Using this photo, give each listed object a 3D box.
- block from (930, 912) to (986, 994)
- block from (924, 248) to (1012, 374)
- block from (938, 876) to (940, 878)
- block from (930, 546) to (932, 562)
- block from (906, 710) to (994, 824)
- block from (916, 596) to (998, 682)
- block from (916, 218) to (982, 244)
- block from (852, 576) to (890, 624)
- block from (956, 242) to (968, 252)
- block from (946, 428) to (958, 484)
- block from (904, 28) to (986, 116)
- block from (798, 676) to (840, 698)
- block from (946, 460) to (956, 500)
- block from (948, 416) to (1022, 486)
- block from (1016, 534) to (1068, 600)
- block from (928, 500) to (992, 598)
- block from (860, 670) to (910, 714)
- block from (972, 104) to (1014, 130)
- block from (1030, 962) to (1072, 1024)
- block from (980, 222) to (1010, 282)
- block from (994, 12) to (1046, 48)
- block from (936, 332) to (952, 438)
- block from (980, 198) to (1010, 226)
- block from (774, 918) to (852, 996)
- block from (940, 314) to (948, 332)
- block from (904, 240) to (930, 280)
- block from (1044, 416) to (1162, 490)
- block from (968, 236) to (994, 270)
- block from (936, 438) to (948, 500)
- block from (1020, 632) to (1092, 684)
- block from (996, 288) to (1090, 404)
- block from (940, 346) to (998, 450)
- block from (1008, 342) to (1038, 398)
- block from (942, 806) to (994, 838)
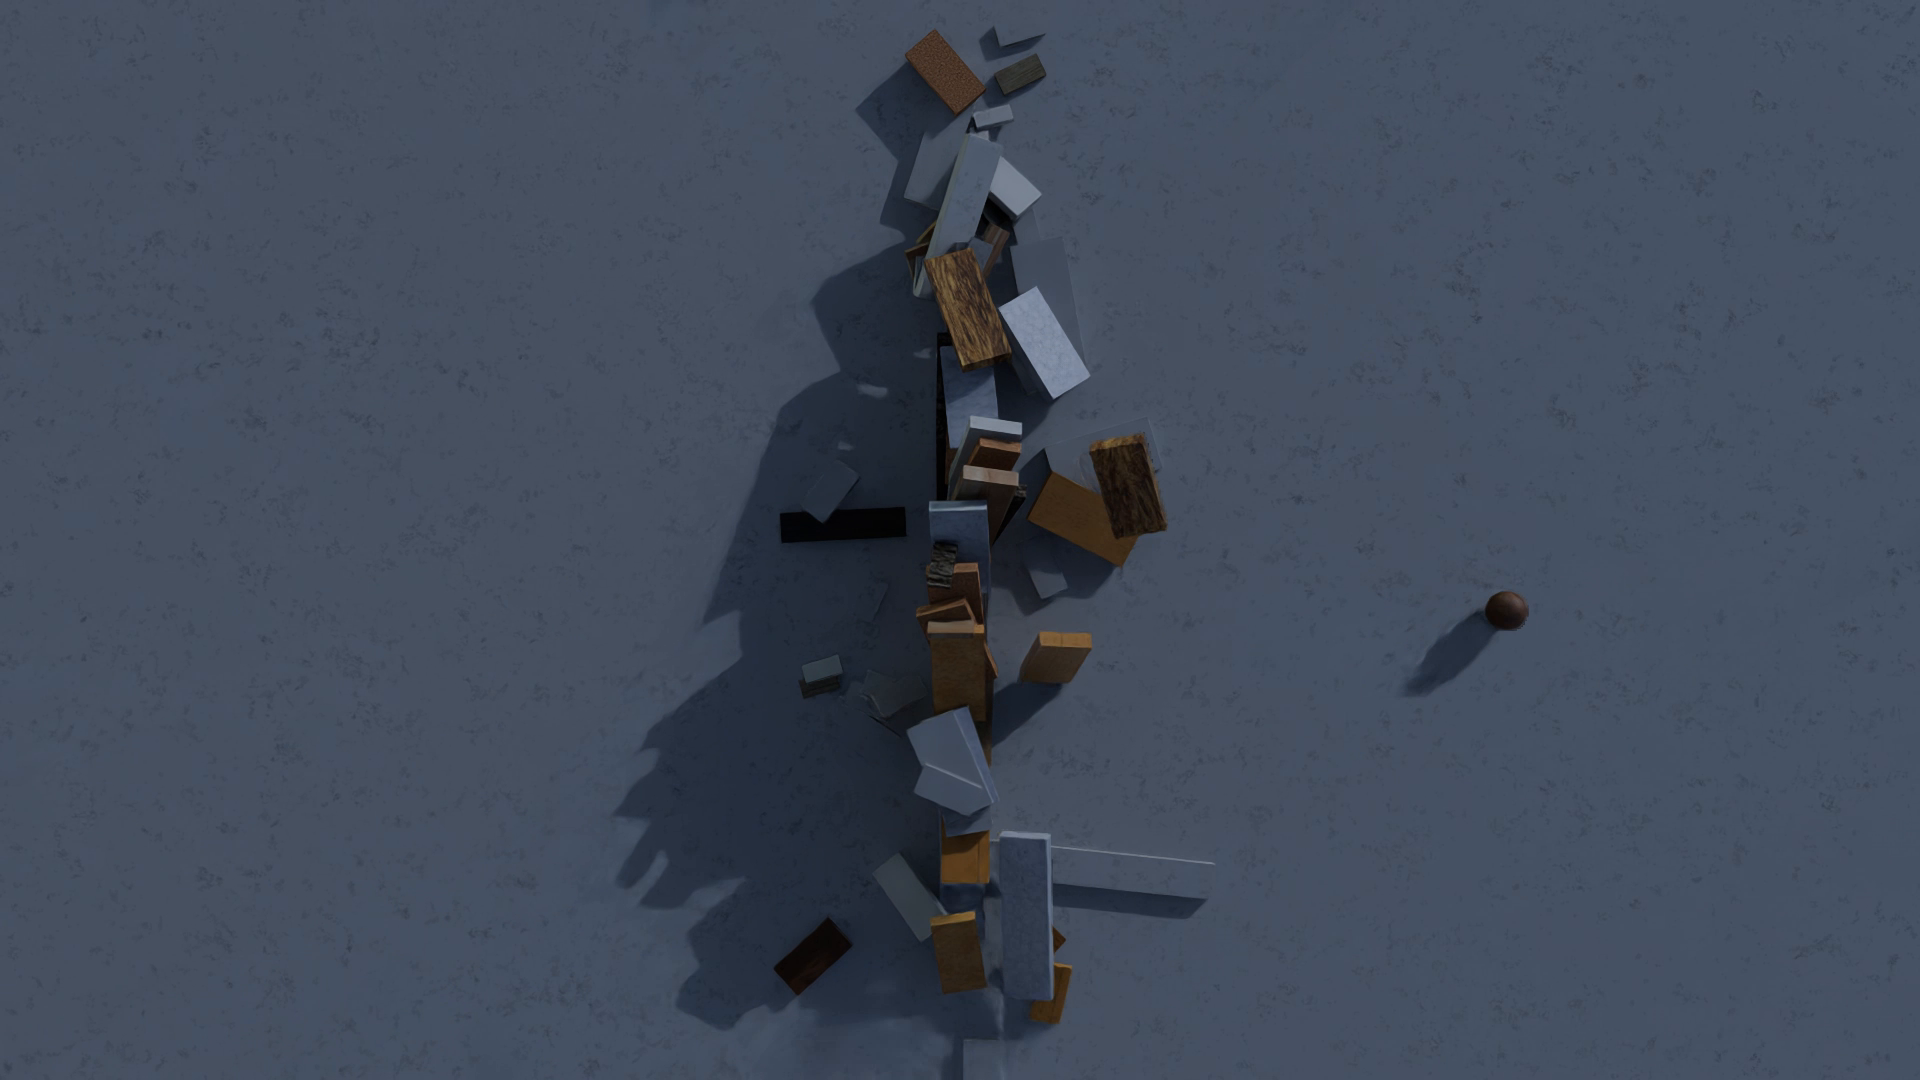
[{"bbox_3d":[-0.005,1.356,5.414,0.147,0.042,0.293,-9,117,0],"label":"block"},{"bbox_3d":[0.024,-0.733,5.244,0.162,0.046,0.412,-16,66,-6],"label":"block"},{"bbox_3d":[0.019,1.026,5.483,0.118,0.033,0.236,17,90,0],"label":"block"},{"bbox_3d":[-0.005,0.050,5.340,0.178,0.356,0.050,3,55,0],"label":"block"},{"bbox_3d":[-0.032,0.714,5.204,0.159,0.045,0.318,-24,90,2],"label":"block"},{"bbox_3d":[-0.007,0.327,5.231,0.161,0.046,0.322,-15,126,13],"label":"block"},{"bbox_3d":[-0.037,-1.026,5.458,0.208,0.029,0.104,-47,118,3],"label":"block"},{"bbox_3d":[-0.297,0.199,5.490,0.072,0.020,0.143,25,90,0],"label":"block"},{"bbox_3d":[0.025,-0.899,5.395,0.077,0.022,0.153,-2,104,-6],"label":"block"},{"bbox_3d":[0.003,-0.269,5.346,0.098,0.028,0.196,1,125,-2],"label":"block"},{"bbox_3d":[-0.047,-1.543,5.445,0.130,0.037,0.260,-41,90,0],"label":"block"},{"bbox_3d":[-0.468,0.480,5.491,0.127,0.018,0.063,-16,90,0],"label":"block"},{"bbox_3d":[0.012,-0.165,5.378,0.098,0.028,0.196,3,122,-7],"label":"block"},{"bbox_3d":[0.077,-0.268,5.193,0.162,0.324,0.046,8,57,-10],"label":"block"},{"bbox_3d":[0.273,0.088,5.486,0.099,0.028,0.198,-25,90,0],"label":"block"},{"bbox_3d":[0.003,0.033,5.176,0.178,0.050,0.356,-1,129,3],"label":"block"},{"bbox_3d":[-0.239,0.502,5.464,0.171,0.024,0.085,23,65,-5],"label":"block"},{"bbox_3d":[0.111,-1.404,5.479,0.125,0.018,0.063,-13,65,0],"label":"block"},{"bbox_3d":[0.301,1.501,5.472,0.097,0.028,0.194,12,96,-6],"label":"block"},{"bbox_3d":[0.051,-0.875,5.441,0.077,0.022,0.344,22,102,-33],"label":"block"},{"bbox_3d":[0.198,-1.698,5.489,0.157,0.022,0.078,-17,90,0],"label":"block"},{"bbox_3d":[0.009,-0.497,5.312,0.167,0.047,0.335,1,101,-1],"label":"block"},{"bbox_3d":[0.082,-1.133,5.455,0.104,0.029,0.208,-36,82,-19],"label":"block"},{"bbox_3d":[-0.488,1.383,5.483,0.245,0.035,0.122,-42,90,0],"label":"block"},{"bbox_3d":[-0.003,-0.701,5.362,0.129,0.036,0.257,0,105,0],"label":"block"},{"bbox_3d":[-0.073,-0.940,5.446,0.208,0.029,0.104,-23,117,-10],"label":"block"},{"bbox_3d":[0.474,-0.272,5.475,0.356,0.050,0.178,-16,90,0],"label":"block"},{"bbox_3d":[0.043,-0.903,5.374,0.076,0.022,0.153,22,101,-11],"label":"block"},{"bbox_3d":[0.006,-0.231,5.429,0.167,0.047,0.335,0,106,-1],"label":"block"},{"bbox_3d":[0.307,0.383,5.329,0.167,0.333,0.047,3,65,-9],"label":"block"},{"bbox_3d":[0.266,-0.637,5.382,0.172,0.049,0.344,-33,93,-27],"label":"block"},{"bbox_3d":[0.032,-0.457,5.233,0.162,0.046,0.324,-6,88,-1],"label":"block"},{"bbox_3d":[0.178,-0.600,5.435,0.037,0.131,0.261,-26,90,0],"label":"block"},{"bbox_3d":[0.006,0.786,5.294,0.154,0.044,0.309,-10,91,2],"label":"block"}]
